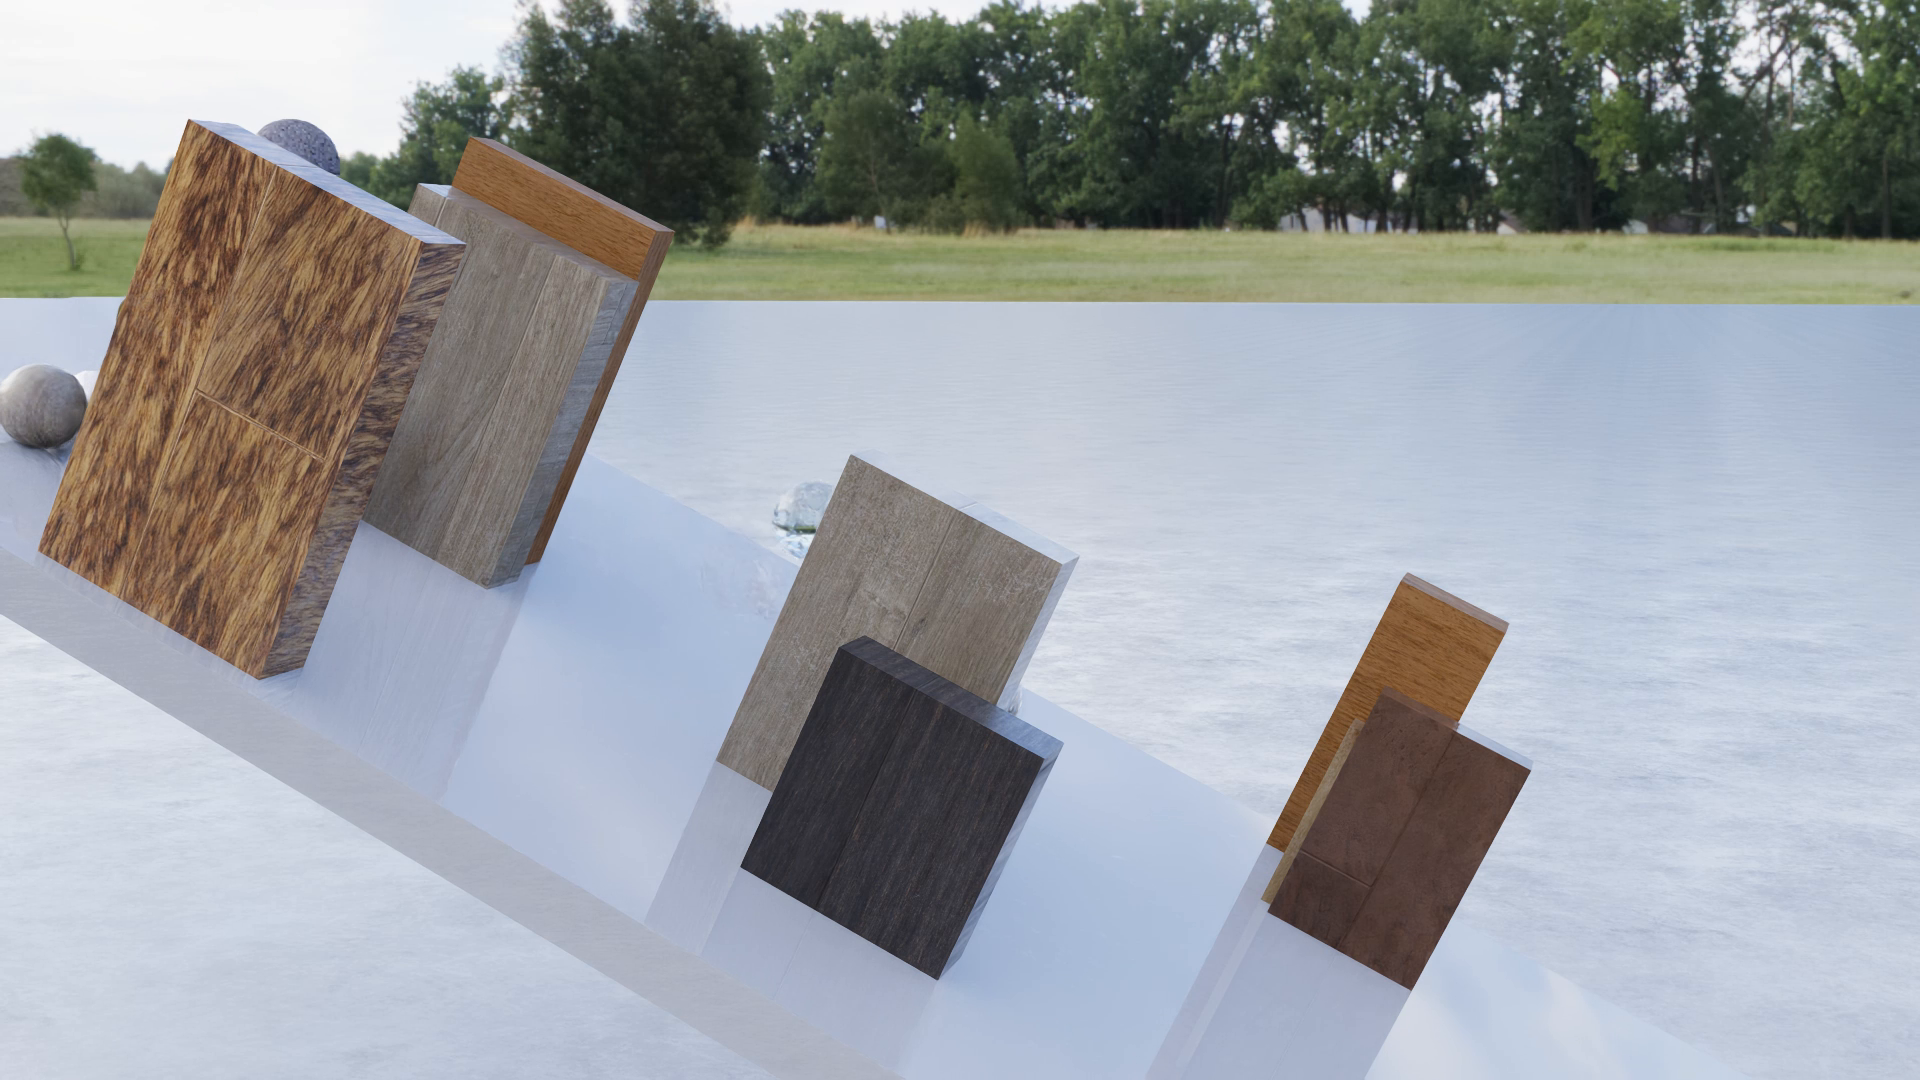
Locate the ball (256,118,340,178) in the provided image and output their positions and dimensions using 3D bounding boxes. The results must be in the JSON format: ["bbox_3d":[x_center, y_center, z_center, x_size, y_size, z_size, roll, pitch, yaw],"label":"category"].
[{"bbox_3d":[-1.459,-0.818,4.807,0.203,0.203,0.203,0,7,0],"label":"ball"}]

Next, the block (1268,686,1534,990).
[{"bbox_3d":[0.862,0.584,4.320,0.317,0.503,0.086,28,14,12],"label":"block"}]

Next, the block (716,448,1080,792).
[{"bbox_3d":[-0.113,0.208,3.826,0.412,0.606,0.122,28,14,12],"label":"block"}]

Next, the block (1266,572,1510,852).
[{"bbox_3d":[0.921,0.418,4.743,0.240,0.648,0.141,28,14,12],"label":"block"}]

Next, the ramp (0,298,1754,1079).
[{"bbox_3d":[-0.263,0.448,4.170,4.000,0.100,2.000,28,14,12],"label":"ramp"}]

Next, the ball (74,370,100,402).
[{"bbox_3d":[-1.591,-0.253,4.042,0.119,0.119,0.119,0,7,0],"label":"ball"}]

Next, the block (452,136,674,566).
[{"bbox_3d":[-0.906,-0.373,4.384,0.436,0.730,0.088,28,14,12],"label":"block"}]

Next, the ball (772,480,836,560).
[{"bbox_3d":[-0.353,-0.045,5.285,0.193,0.193,0.193,0,7,0],"label":"ball"}]

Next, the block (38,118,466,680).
[{"bbox_3d":[-1.107,-0.216,3.416,0.442,0.738,0.120,28,14,12],"label":"block"}]

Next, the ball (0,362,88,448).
[{"bbox_3d":[-1.616,-0.237,3.871,0.150,0.150,0.150,0,7,0],"label":"ball"}]

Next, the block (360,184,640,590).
[{"bbox_3d":[-0.941,-0.295,4.214,0.435,0.641,0.122,28,14,12],"label":"block"}]

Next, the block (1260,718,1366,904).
[{"bbox_3d":[0.804,0.595,4.392,0.243,0.404,0.084,28,14,12],"label":"block"}]

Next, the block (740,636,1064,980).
[{"bbox_3d":[-0.094,0.421,3.485,0.366,0.403,0.121,28,14,12],"label":"block"}]

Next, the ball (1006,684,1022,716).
[{"bbox_3d":[0.056,0.330,4.640,0.151,0.151,0.151,0,7,0],"label":"ball"}]
